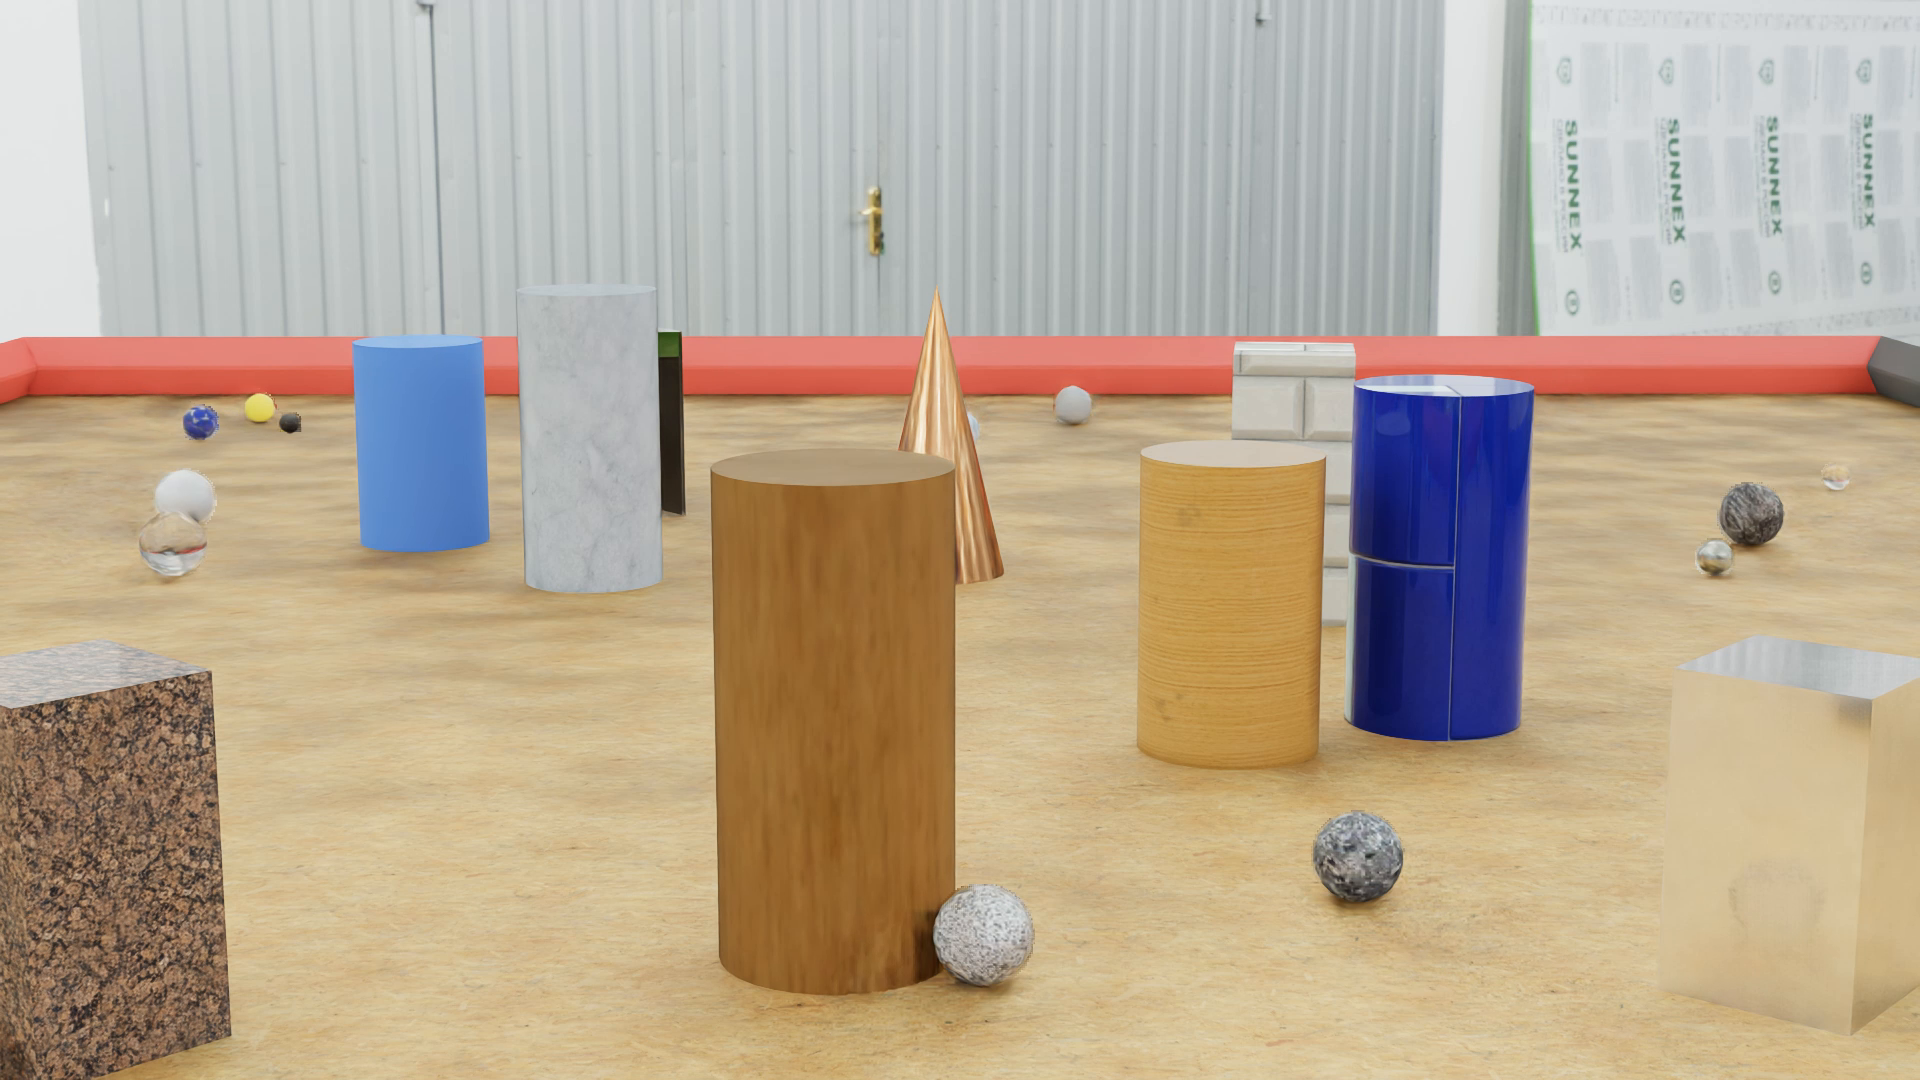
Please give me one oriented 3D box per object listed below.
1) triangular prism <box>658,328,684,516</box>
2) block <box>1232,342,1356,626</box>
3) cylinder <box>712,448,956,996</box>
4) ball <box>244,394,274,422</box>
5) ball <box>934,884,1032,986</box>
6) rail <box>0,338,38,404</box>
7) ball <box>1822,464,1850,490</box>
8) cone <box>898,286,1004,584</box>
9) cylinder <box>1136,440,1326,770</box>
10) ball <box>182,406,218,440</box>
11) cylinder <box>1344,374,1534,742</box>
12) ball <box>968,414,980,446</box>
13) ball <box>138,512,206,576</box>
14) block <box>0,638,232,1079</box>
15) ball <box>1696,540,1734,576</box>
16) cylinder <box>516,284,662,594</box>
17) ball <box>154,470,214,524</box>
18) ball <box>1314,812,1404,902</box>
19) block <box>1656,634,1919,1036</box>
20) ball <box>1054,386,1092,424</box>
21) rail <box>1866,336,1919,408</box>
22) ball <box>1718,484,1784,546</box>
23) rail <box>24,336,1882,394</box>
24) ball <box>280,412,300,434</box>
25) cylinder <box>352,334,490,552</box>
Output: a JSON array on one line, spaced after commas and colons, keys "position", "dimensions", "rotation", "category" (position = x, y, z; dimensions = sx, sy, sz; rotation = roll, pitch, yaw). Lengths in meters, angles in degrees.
[{"position": [-0.543, -0.199, 4.224], "dimensions": [0.170, 0.302, 0.147], "rotation": [-1, 11, -7], "category": "triangular prism"}, {"position": [0.442, -0.077, 3.421], "dimensions": [0.157, 0.356, 0.157], "rotation": [1, 11, 7], "category": "block"}, {"position": [-0.102, 0.142, 2.093], "dimensions": [0.196, 0.409, 0.196], "rotation": [0, 11, 0], "category": "cylinder"}, {"position": [-1.443, -0.272, 5.287], "dimensions": [0.059, 0.059, 0.059], "rotation": [0, 11, 0], "category": "ball"}, {"position": [0.018, 0.315, 2.046], "dimensions": [0.079, 0.079, 0.079], "rotation": [0, 11, 0], "category": "ball"}, {"position": [-2.052, 0.035, 3.437], "dimensions": [0.045, 0.127, 4.655], "rotation": [0, 11, 0], "category": "rail"}, {"position": [1.519, -0.109, 4.446], "dimensions": [0.046, 0.046, 0.046], "rotation": [0, 11, 0], "category": "ball"}, {"position": [-0.033, -0.160, 3.695], "dimensions": [0.196, 0.418, 0.196], "rotation": [0, 11, 0], "category": "cone"}, {"position": [0.289, 0.065, 2.750], "dimensions": [0.196, 0.320, 0.196], "rotation": [0, 11, 0], "category": "cylinder"}, {"position": [-1.495, -0.231, 5.045], "dimensions": [0.065, 0.065, 0.065], "rotation": [0, 11, 0], "category": "ball"}, {"position": [0.532, 0.016, 2.858], "dimensions": [0.196, 0.379, 0.196], "rotation": [0, 11, 0], "category": "cylinder"}, {"position": [-0.001, -0.205, 4.872], "dimensions": [0.079, 0.079, 0.079], "rotation": [0, 11, 0], "category": "ball"}, {"position": [-1.134, 0.005, 3.695], "dimensions": [0.094, 0.094, 0.094], "rotation": [0, 11, 0], "category": "ball"}, {"position": [-0.664, 0.237, 1.918], "dimensions": [0.157, 0.285, 0.157], "rotation": [9, 14, 42], "category": "block"}, {"position": [1.091, 0.025, 3.706], "dimensions": [0.051, 0.051, 0.051], "rotation": [0, 11, 0], "category": "ball"}, {"position": [-0.524, -0.148, 3.640], "dimensions": [0.196, 0.415, 0.196], "rotation": [0, 11, 0], "category": "cylinder"}, {"position": [-1.234, -0.065, 4.080], "dimensions": [0.092, 0.092, 0.092], "rotation": [0, 11, 0], "category": "ball"}, {"position": [0.351, 0.279, 2.260], "dimensions": [0.079, 0.079, 0.079], "rotation": [0, 11, 0], "category": "ball"}, {"position": [0.667, 0.227, 2.032], "dimensions": [0.157, 0.263, 0.157], "rotation": [9, 14, 39], "category": "block"}, {"position": [0.232, -0.276, 5.259], "dimensions": [0.078, 0.078, 0.078], "rotation": [0, 11, 0], "category": "ball"}, {"position": [2.052, 0.031, 3.461], "dimensions": [0.045, 0.127, 4.655], "rotation": [0, 11, 0], "category": "rail"}, {"position": [1.212, -0.039, 3.929], "dimensions": [0.096, 0.096, 0.096], "rotation": [0, 11, 0], "category": "ball"}, {"position": [-0.013, -0.387, 5.714], "dimensions": [4.151, 0.127, 0.045], "rotation": [0, 11, 0], "category": "rail"}, {"position": [-1.341, -0.234, 5.134], "dimensions": [0.041, 0.041, 0.041], "rotation": [0, 11, 0], "category": "ball"}, {"position": [-0.829, -0.152, 3.951], "dimensions": [0.196, 0.310, 0.196], "rotation": [0, 11, 0], "category": "cylinder"}]
